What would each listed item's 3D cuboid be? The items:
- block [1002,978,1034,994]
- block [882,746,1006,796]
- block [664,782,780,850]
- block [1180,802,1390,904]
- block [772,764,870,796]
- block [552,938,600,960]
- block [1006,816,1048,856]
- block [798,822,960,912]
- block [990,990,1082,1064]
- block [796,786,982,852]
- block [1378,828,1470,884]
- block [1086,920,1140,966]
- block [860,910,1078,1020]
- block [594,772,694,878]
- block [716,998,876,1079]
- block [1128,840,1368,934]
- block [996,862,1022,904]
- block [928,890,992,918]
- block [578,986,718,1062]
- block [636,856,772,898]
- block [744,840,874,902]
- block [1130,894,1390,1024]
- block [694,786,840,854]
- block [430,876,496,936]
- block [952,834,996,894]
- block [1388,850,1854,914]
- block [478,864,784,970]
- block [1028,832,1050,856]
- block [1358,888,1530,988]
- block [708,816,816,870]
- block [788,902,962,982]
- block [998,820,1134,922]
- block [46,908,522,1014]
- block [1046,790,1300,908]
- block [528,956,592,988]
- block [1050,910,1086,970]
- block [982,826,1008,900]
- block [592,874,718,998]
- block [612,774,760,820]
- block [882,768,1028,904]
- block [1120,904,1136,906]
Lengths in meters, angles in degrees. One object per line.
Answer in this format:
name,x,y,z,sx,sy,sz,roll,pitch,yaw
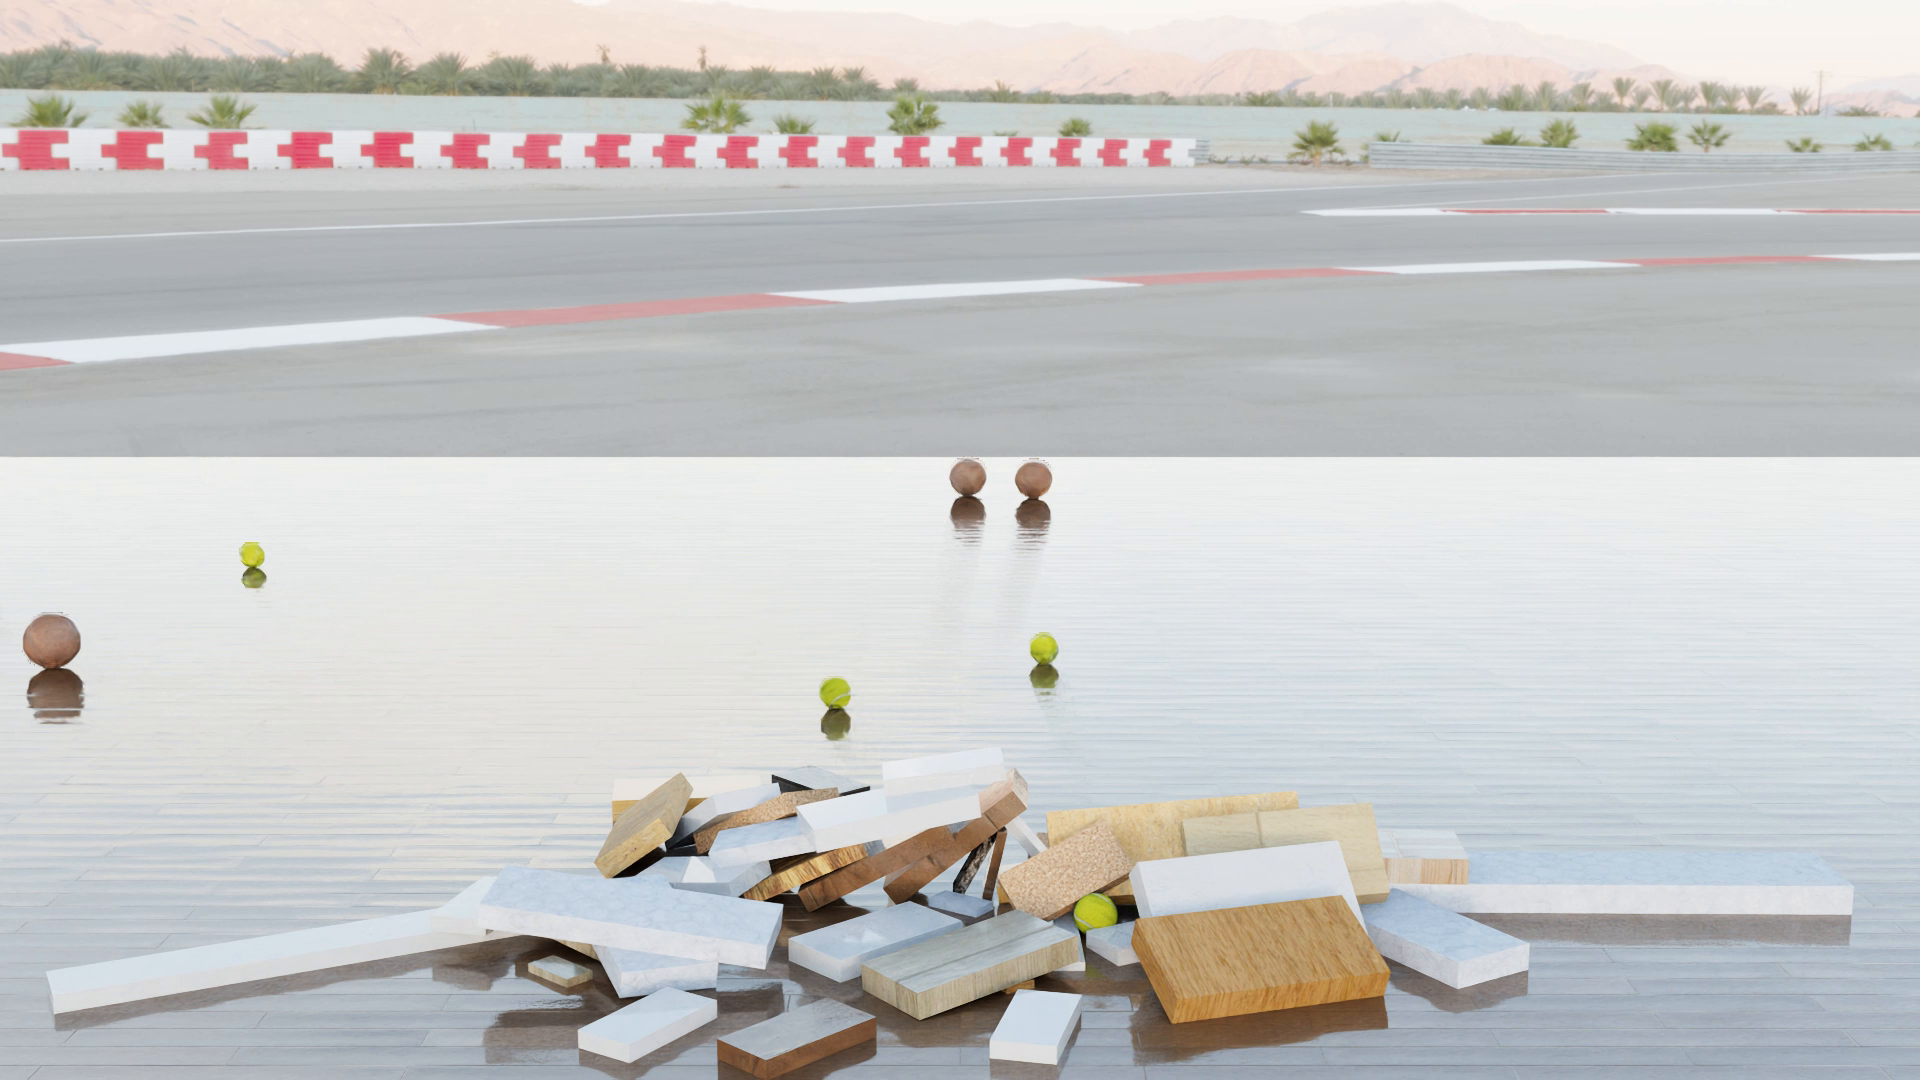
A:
block,0.067,0.653,3.292,0.047,0.013,0.094,-6,12,-28
block,-0.027,0.380,3.617,0.198,0.028,0.099,-8,11,-1
block,-0.416,0.482,3.827,0.124,0.035,0.247,-7,-17,-31
block,0.515,0.510,3.501,0.307,0.153,0.043,-5,-30,-3
block,-0.268,0.473,4.225,0.094,0.027,0.187,-9,14,-41
block,-0.589,0.600,3.441,0.204,0.029,0.102,17,20,31
block,0.110,0.496,3.670,0.017,0.117,0.058,-40,6,9
block,-0.131,0.515,3.620,0.272,0.039,0.136,-27,9,9
block,0.108,0.683,3.094,0.094,0.027,0.187,3,11,13
block,-0.116,0.439,3.553,0.272,0.039,0.136,-11,12,-14
block,0.675,0.523,3.648,0.307,0.043,0.153,1,11,3
block,0.301,0.621,3.431,0.186,0.026,0.093,-6,12,-28
block,0.016,0.630,3.279,0.293,0.042,0.147,-13,15,-34
block,-0.552,0.499,3.856,0.137,0.039,0.275,-35,8,7
block,-0.225,0.690,3.051,0.102,0.029,0.204,10,14,43
block,0.443,0.564,3.373,0.338,0.169,0.048,-3,-31,-18
block,0.167,0.559,3.661,0.207,0.029,0.104,-9,10,5
block,0.001,0.596,3.602,0.095,0.014,0.048,7,13,34
block,-0.439,0.682,3.101,0.094,0.027,0.187,7,13,33
block,-0.432,0.557,3.623,0.219,0.031,0.109,-6,13,32
block,-0.248,0.531,3.638,0.219,0.031,0.109,-24,9,11
block,0.441,0.615,3.239,0.338,0.048,0.169,-3,33,-18
block,-0.332,0.484,3.786,0.248,0.035,0.124,-28,-19,39
block,-0.754,0.580,3.491,0.093,0.026,0.186,3,11,14
block,0.023,0.535,3.661,0.017,0.117,0.059,29,9,-5
block,0.987,0.568,3.657,0.925,0.048,0.169,0,11,1
block,-0.495,0.568,3.323,0.435,0.039,0.137,8,17,3
block,0.153,0.540,3.900,0.047,0.013,0.095,2,11,13
block,0.723,0.616,3.417,0.147,0.042,0.293,-6,12,-31
block,-0.297,0.493,3.633,0.219,0.031,0.109,-12,11,6
block,-0.130,0.621,3.408,0.248,0.035,0.124,-10,14,-42
block,0.170,0.537,3.517,0.198,0.028,0.099,-26,61,-11
block,-0.937,0.623,3.410,0.882,0.029,0.102,-5,12,-27
block,0.351,0.503,3.568,0.410,0.153,0.043,-5,-30,1
block,-0.602,0.649,3.312,0.095,0.013,0.047,9,14,41
block,0.163,0.621,3.464,0.048,0.014,0.272,0,11,-1
block,0.058,0.532,3.659,0.017,0.117,0.058,12,10,-2
block,-0.485,0.600,3.358,0.147,0.042,0.293,-1,19,-24
block,-0.512,0.484,4.134,0.275,0.039,0.137,-1,11,-6
block,-0.006,0.491,3.653,0.272,0.039,0.136,-38,7,8
block,0.349,0.576,3.663,0.207,0.029,0.103,0,11,0
